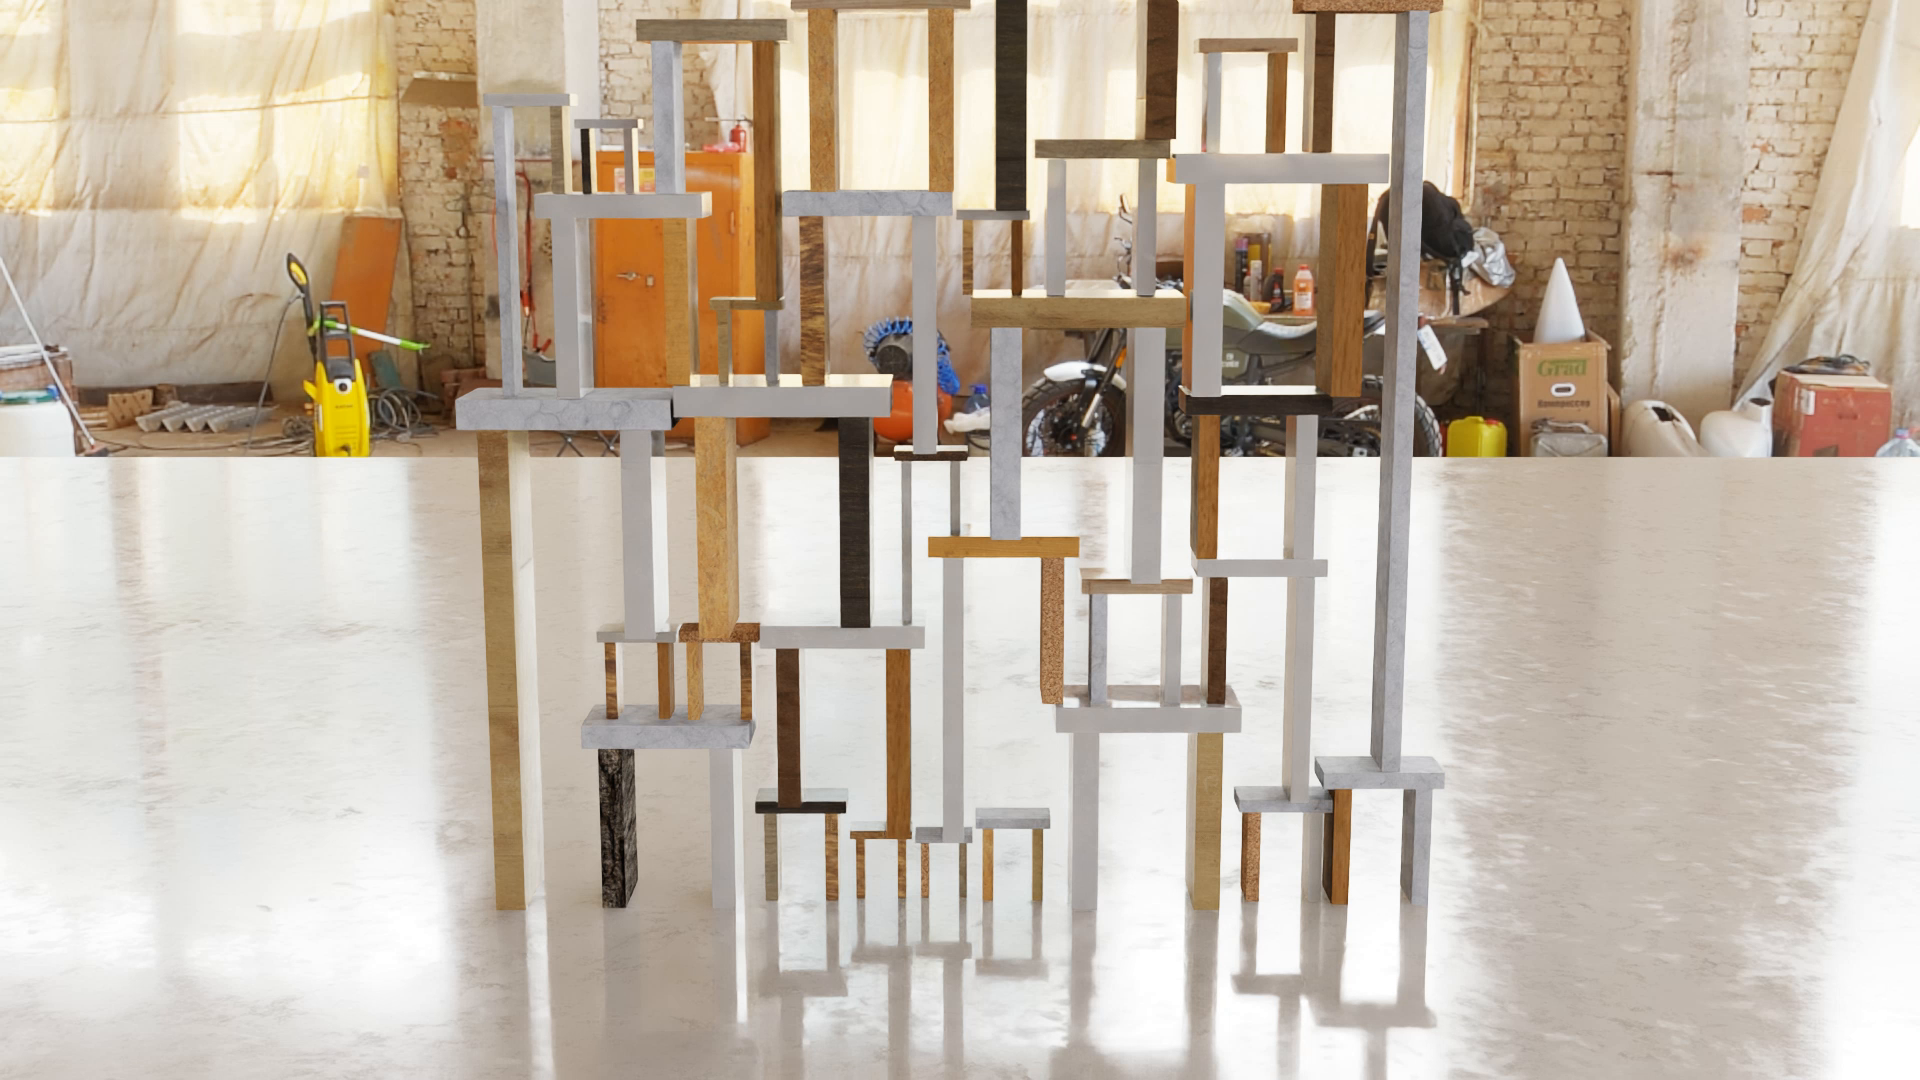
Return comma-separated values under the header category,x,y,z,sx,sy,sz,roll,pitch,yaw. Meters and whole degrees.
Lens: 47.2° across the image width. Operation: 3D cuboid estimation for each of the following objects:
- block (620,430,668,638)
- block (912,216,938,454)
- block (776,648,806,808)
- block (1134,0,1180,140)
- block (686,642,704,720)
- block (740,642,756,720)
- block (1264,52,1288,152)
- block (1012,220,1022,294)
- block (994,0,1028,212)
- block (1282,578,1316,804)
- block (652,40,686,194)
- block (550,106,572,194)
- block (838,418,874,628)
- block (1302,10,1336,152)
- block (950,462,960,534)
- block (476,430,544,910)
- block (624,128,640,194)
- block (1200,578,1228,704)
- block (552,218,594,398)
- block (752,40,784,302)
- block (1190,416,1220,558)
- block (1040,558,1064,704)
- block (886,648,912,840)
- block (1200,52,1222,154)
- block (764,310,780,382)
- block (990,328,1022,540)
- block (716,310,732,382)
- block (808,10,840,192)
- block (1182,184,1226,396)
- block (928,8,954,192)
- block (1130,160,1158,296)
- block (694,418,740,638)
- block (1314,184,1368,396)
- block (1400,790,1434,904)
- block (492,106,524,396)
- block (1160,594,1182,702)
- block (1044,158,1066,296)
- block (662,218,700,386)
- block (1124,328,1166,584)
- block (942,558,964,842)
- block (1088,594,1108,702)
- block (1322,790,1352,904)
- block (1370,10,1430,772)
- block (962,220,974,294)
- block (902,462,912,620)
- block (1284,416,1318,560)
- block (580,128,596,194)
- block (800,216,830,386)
category,x,y,z,sx,sy,sz,roll,pitch,yaw
block,-0.510,-0.022,3.560,0.048,0.336,0.168,0,10,0
block,-0.055,-0.330,3.499,0.037,0.372,0.131,0,11,0
block,-0.277,0.292,3.612,0.037,0.265,0.132,0,11,0
block,0.306,-0.794,3.413,0.048,0.339,0.170,0,11,-1
block,-0.434,0.223,3.600,0.018,0.130,0.065,0,11,0
block,-0.347,0.223,3.600,0.018,0.130,0.065,0,11,0
block,0.493,-0.681,3.429,0.022,0.152,0.076,0,11,0
block,0.090,-0.449,3.480,0.016,0.116,0.058,0,11,0
block,0.079,-0.741,3.421,0.048,0.447,0.170,0,11,0
block,0.553,0.234,3.599,0.030,0.375,0.104,0,11,0
block,-0.455,-0.660,3.439,0.033,0.231,0.116,0,11,0
block,-0.626,-0.612,3.450,0.019,0.134,0.067,0,11,0
block,-0.166,-0.041,3.554,0.048,0.338,0.169,0,11,0
block,0.559,-0.713,3.430,0.030,0.214,0.107,0,11,0
block,-0.008,-0.074,3.546,0.017,0.117,0.059,0,11,0
block,-0.733,0.201,3.601,0.048,0.790,0.168,0,11,0
block,-0.515,-0.594,3.447,0.014,0.100,0.050,0,11,0
block,0.414,0.153,3.585,0.030,0.209,0.104,0,11,0
block,-0.615,-0.371,3.491,0.037,0.281,0.130,0,11,0
block,-0.301,-0.578,3.453,0.033,0.397,0.116,0,11,1
block,0.395,-0.094,3.546,0.033,0.231,0.116,0,11,0
block,0.150,0.135,3.587,0.034,0.241,0.121,0,10,0
block,-0.100,0.319,3.617,0.037,0.318,0.132,0,11,0
block,0.392,-0.681,3.428,0.022,0.152,0.076,0,11,0
block,-0.300,-0.312,3.507,0.016,0.114,0.057,0,11,2
block,0.072,-0.179,3.521,0.047,0.334,0.167,0,11,0
block,-0.375,-0.312,3.506,0.016,0.114,0.057,0,11,1
block,-0.212,-0.685,3.435,0.039,0.275,0.137,0,11,0
block,0.385,-0.400,3.481,0.046,0.328,0.164,0,11,0
block,-0.029,-0.685,3.434,0.039,0.274,0.137,0,11,0
block,0.290,-0.494,3.466,0.030,0.211,0.105,0,11,0
block,-0.392,-0.033,3.555,0.048,0.355,0.169,0,11,0
block,0.603,-0.400,3.481,0.046,0.328,0.164,0,11,0
block,0.756,0.494,3.647,0.028,0.197,0.099,0,11,0
block,-0.715,-0.456,3.479,0.019,0.452,0.067,0,11,0
block,0.344,0.167,3.588,0.025,0.179,0.090,0,11,0
block,0.150,-0.494,3.466,0.030,0.211,0.105,0,11,0
block,-0.441,-0.382,3.488,0.037,0.259,0.130,0,11,0
block,0.295,-0.145,3.528,0.047,0.405,0.167,0,11,0
block,-0.011,0.250,3.609,0.034,0.474,0.121,0,11,0
block,0.225,0.167,3.588,0.025,0.179,0.090,0,11,0
block,0.625,0.494,3.647,0.028,0.197,0.099,0,11,0
block,0.702,-0.225,3.522,0.030,1.207,0.107,0,11,0
block,0.013,-0.449,3.480,0.016,0.116,0.058,0,11,0
block,-0.086,-0.003,3.559,0.017,0.261,0.059,0,11,0
block,0.548,-0.094,3.545,0.033,0.231,0.116,0,11,0
block,-0.582,-0.594,3.447,0.014,0.100,0.050,0,11,0
block,-0.230,-0.384,3.489,0.037,0.263,0.131,0,11,0
